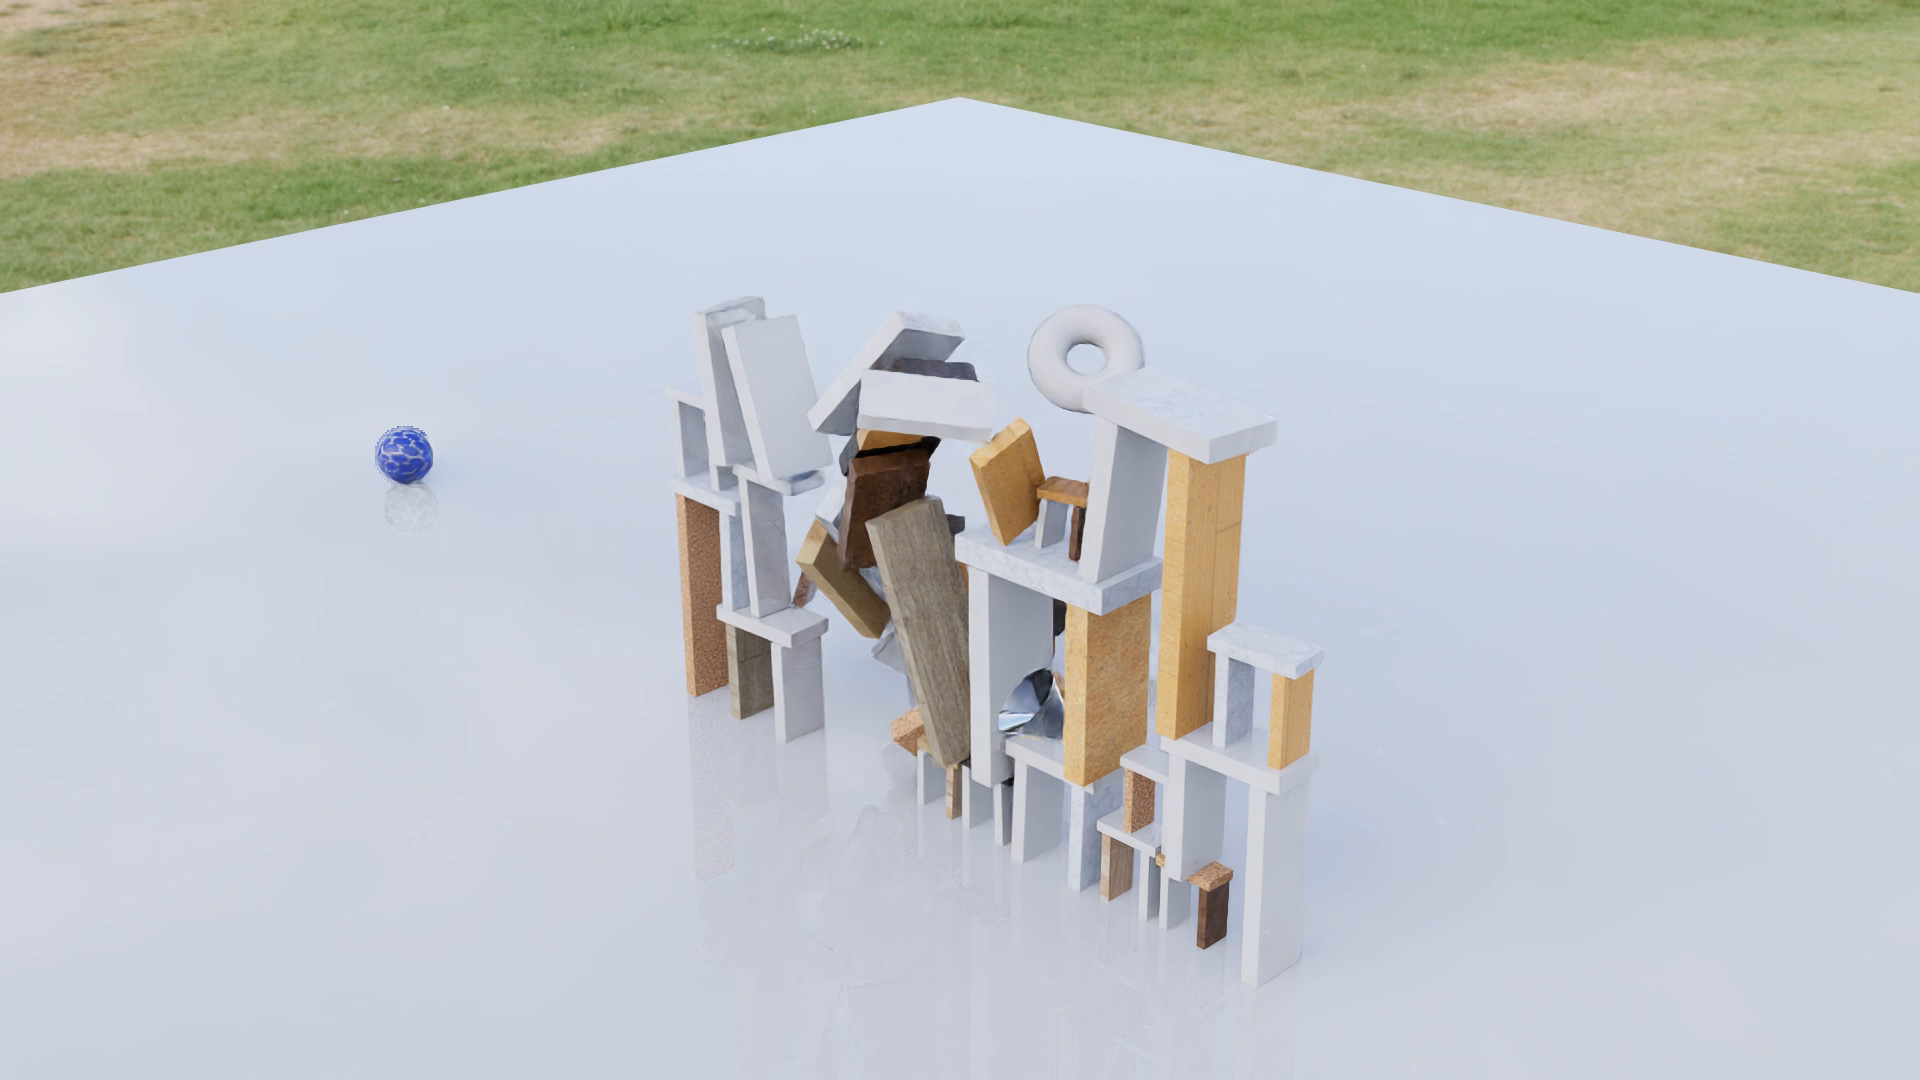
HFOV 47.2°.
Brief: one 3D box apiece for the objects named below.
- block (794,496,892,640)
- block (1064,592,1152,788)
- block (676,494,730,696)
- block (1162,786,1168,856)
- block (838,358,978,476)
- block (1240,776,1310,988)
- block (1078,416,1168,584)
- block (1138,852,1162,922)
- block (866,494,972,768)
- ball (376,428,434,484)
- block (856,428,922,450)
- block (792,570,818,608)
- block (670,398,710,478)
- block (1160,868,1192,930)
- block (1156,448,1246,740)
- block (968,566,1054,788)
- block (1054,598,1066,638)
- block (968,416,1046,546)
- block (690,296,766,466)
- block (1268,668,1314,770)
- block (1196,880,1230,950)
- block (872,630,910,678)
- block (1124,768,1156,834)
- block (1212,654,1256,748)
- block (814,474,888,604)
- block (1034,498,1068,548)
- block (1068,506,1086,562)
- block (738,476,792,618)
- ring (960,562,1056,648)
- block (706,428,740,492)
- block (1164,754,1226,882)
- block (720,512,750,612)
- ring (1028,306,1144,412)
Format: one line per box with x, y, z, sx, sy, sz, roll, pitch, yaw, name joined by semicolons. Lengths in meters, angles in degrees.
-0.226;0.061;4.642;0.045;0.320;0.160;9;64;32;block
0.271;0.257;4.037;0.051;0.358;0.179;21;31;40;block
-0.564;0.109;4.882;0.113;0.485;0.032;-21;31;-41;block
0.399;0.501;4.014;0.066;0.146;0.019;-19;30;-38;block
-0.100;-0.225;4.154;0.155;0.310;0.044;2;54;-27;block
0.554;0.588;3.865;0.125;0.398;0.035;-21;30;-41;block
0.292;-0.089;3.861;0.044;0.310;0.155;28;36;35;block
0.365;0.631;4.091;0.020;0.142;0.071;21;31;41;block
-0.042;0.179;4.258;0.148;0.522;0.042;-25;21;-24;block
-1.542;-0.233;6.113;0.154;0.154;0.154;0;23;0;ball
-0.115;-0.221;4.011;0.115;0.033;0.230;-9;-14;-13;block
-0.313;0.048;4.765;0.026;0.185;0.093;21;18;7;block
-0.575;-0.231;4.757;0.087;0.175;0.025;-21;27;-40;block
0.399;0.650;4.062;0.065;0.130;0.018;-19;30;-38;block
0.414;0.074;3.784;0.044;0.541;0.155;22;31;40;block
0.099;0.236;4.212;0.051;0.453;0.179;20;31;40;block
0.150;0.157;4.663;0.295;0.148;0.042;-35;36;-16;block
0.092;-0.102;3.906;0.115;0.291;0.033;-39;63;-10;block
-0.464;-0.332;4.590;0.045;0.326;0.160;11;24;43;block
0.562;0.293;3.731;0.025;0.177;0.089;19;30;38;block
0.461;0.675;4.004;0.018;0.130;0.065;21;31;41;block
-0.091;0.263;4.868;0.190;0.095;0.027;31;32;-27;block
0.333;0.471;4.066;0.019;0.131;0.066;21;31;41;block
0.475;0.263;3.804;0.025;0.177;0.089;17;29;36;block
-0.168;-0.017;4.501;0.044;0.430;0.155;27;76;26;block
0.169;-0.047;4.005;0.061;0.122;0.017;-23;44;-38;block
0.226;-0.026;3.954;0.017;0.121;0.061;29;39;36;block
-0.414;0.004;4.683;0.093;0.314;0.026;-21;27;-40;block
0.057;0.209;4.785;0.131;0.394;0.394;-2;16;43;ring
-0.493;-0.199;4.680;0.087;0.175;0.025;-21;27;-40;block
0.424;0.475;3.941;0.035;0.250;0.125;20;30;39;block
-0.461;0.031;4.734;0.032;0.226;0.113;22;31;40;block
0.222;-0.319;3.871;0.208;0.069;0.208;0;67;0;ring
